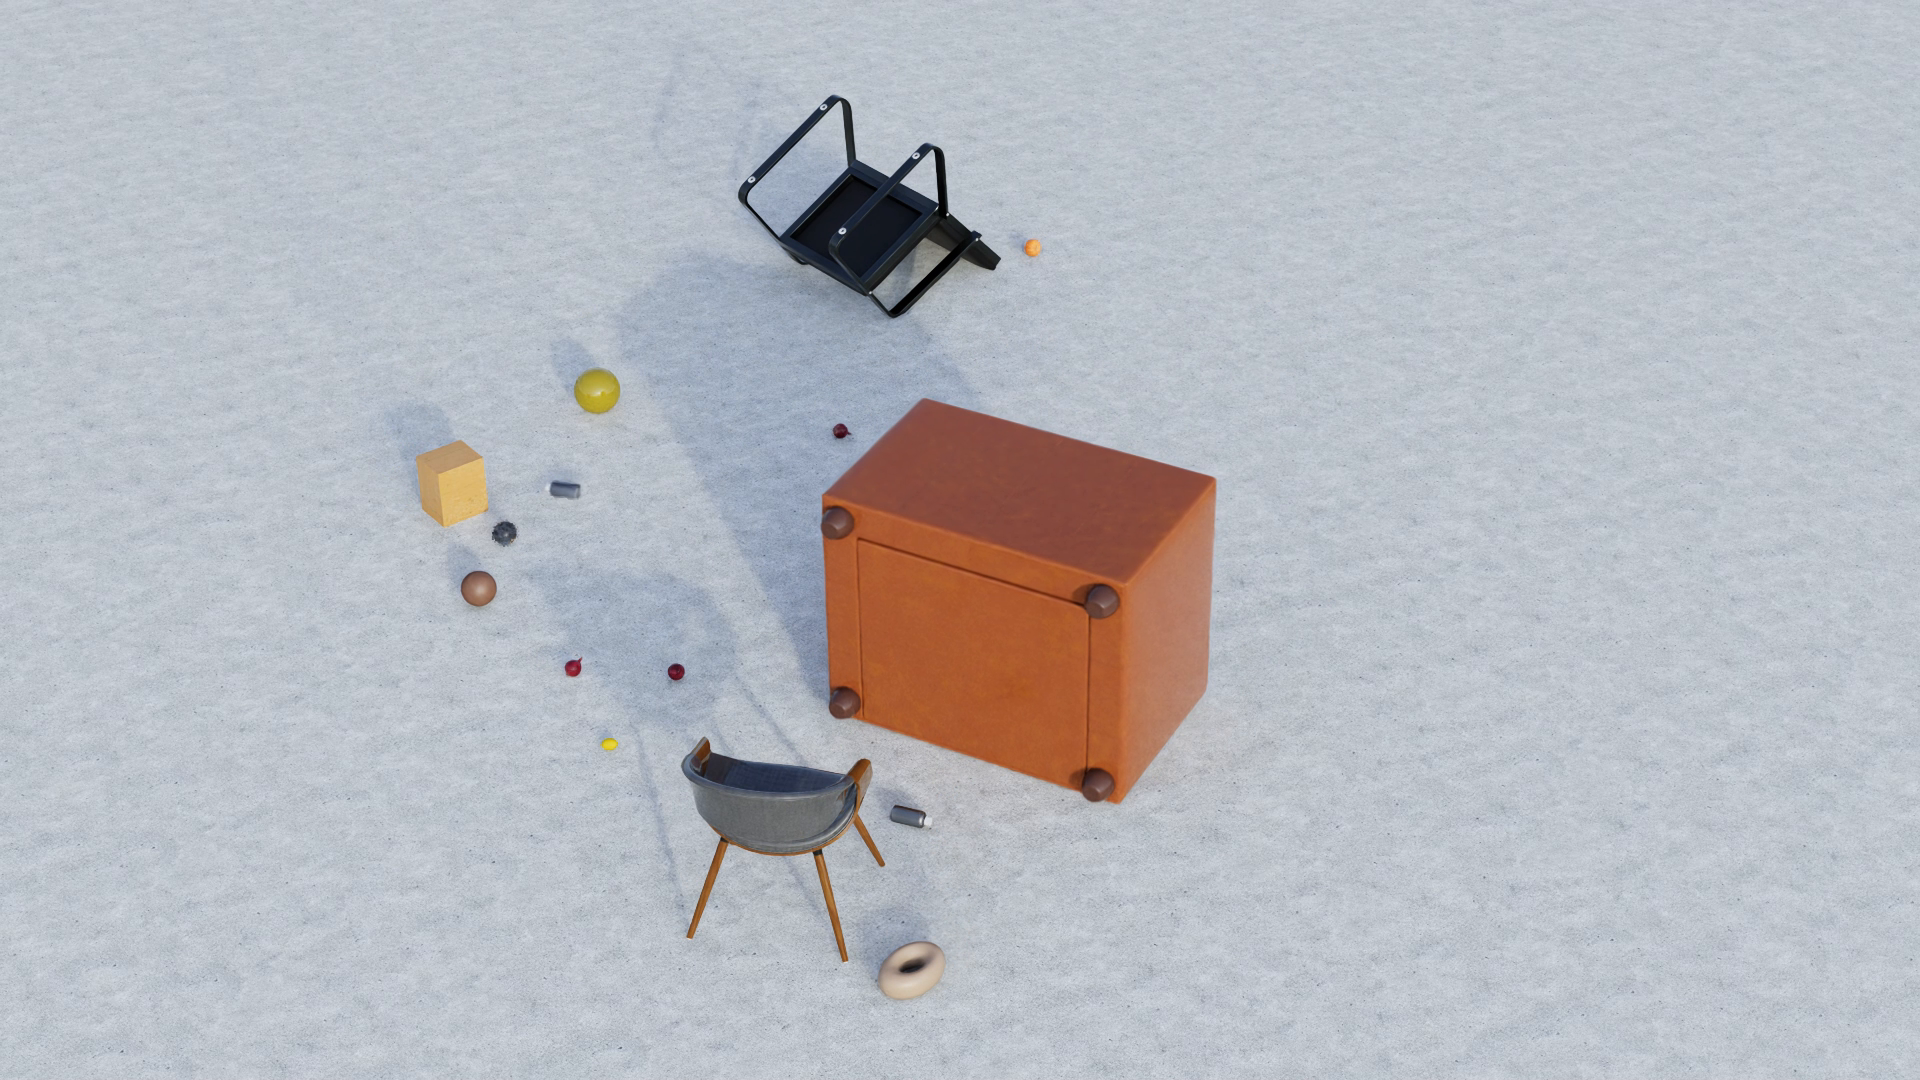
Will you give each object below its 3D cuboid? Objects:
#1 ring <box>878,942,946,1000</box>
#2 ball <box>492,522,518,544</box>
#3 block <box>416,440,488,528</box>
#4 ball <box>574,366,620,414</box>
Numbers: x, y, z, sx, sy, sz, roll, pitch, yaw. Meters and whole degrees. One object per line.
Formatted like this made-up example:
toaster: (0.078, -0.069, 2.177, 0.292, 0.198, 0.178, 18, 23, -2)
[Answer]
ring: (-0.146, 1.304, 8.889, 0.170, 0.087, 0.242, 28, 43, 33)
ball: (-1.692, -0.026, 10.903, 0.089, 0.089, 0.089, 0, 33, 0)
block: (-1.913, -0.213, 11.053, 0.193, 0.236, 0.165, -23, 40, -31)
ball: (-1.444, -0.596, 11.679, 0.186, 0.186, 0.186, 0, 33, 0)
